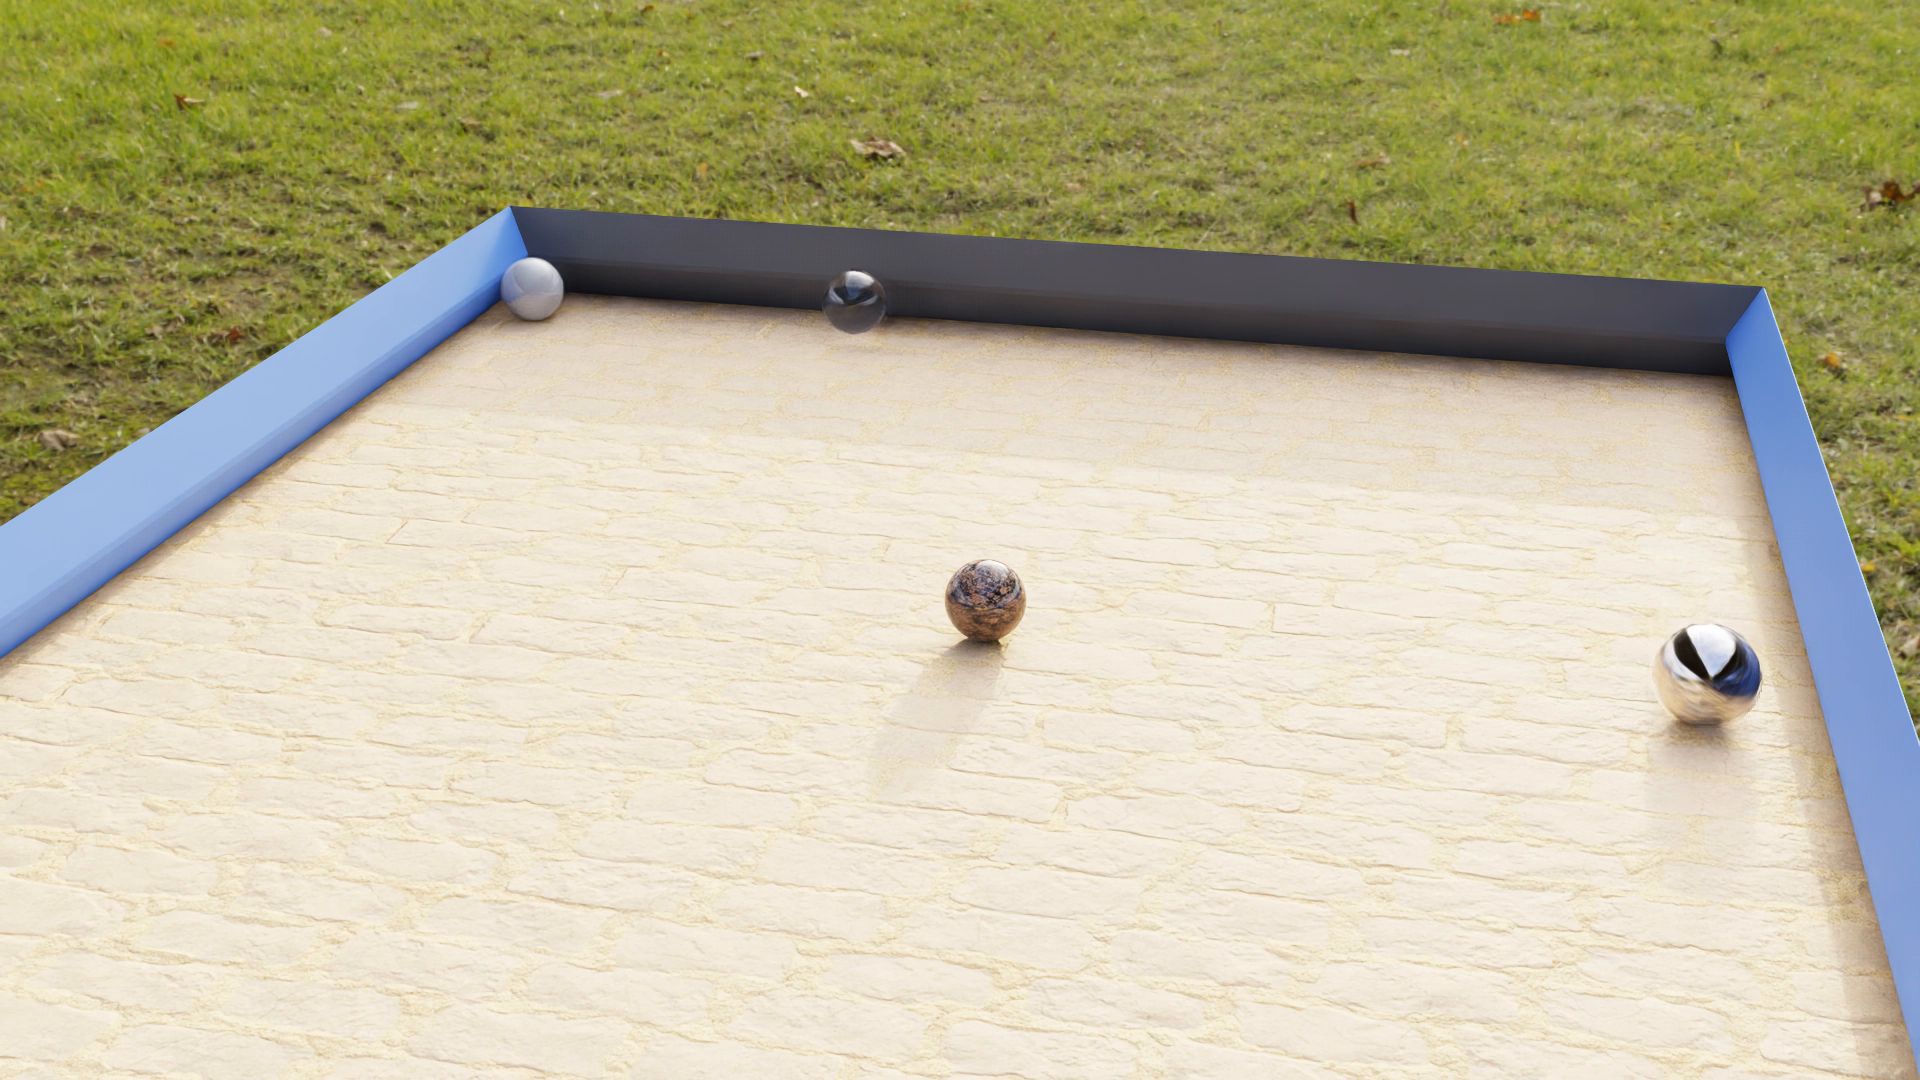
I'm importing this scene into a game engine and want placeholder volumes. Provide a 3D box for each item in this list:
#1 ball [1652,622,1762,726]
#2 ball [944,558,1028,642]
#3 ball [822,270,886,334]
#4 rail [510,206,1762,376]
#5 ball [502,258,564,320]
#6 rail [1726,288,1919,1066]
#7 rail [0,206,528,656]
[{"bbox_3d":[0.708,0.127,2.086,0.098,0.098,0.098,0,24,0],"label":"ball"},{"bbox_3d":[0.026,0.061,2.252,0.085,0.085,0.085,0,24,0],"label":"ball"},{"bbox_3d":[-0.151,-0.342,3.157,0.092,0.092,0.092,0,24,0],"label":"ball"},{"bbox_3d":[0.193,-0.354,3.138,1.807,0.128,0.045,5,24,12],"label":"rail"},{"bbox_3d":[-0.625,-0.368,3.217,0.091,0.091,0.091,0,24,0],"label":"ball"},{"bbox_3d":[0.658,0.407,1.415,0.045,0.128,3.505,5,24,12],"label":"rail"},{"bbox_3d":[-1.056,0.245,1.780,0.045,0.128,3.505,5,24,12],"label":"rail"}]
